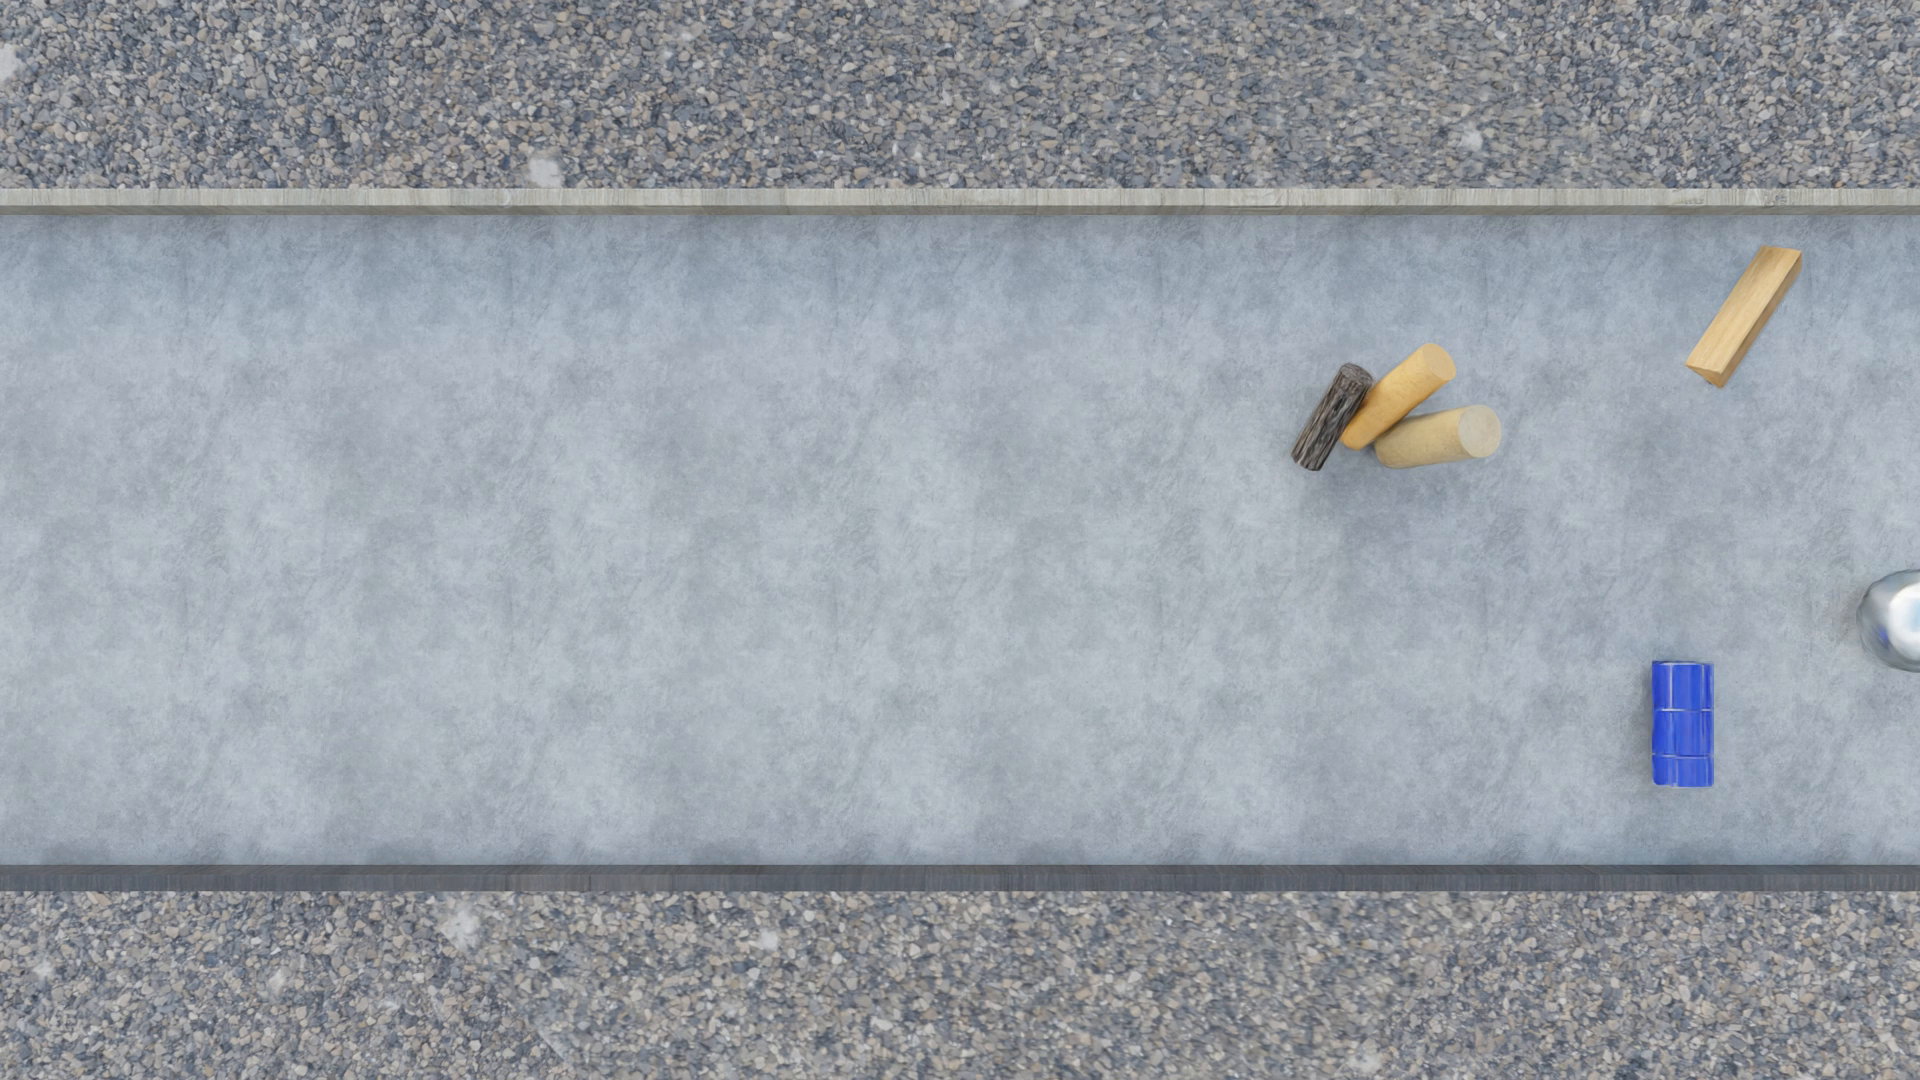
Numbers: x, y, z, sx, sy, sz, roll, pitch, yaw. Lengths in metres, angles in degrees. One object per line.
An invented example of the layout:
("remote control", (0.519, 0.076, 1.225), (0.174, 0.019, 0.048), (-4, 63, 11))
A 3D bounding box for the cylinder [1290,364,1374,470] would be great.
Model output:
("cylinder", (1.111, -0.365, 4.936), (0.103, 0.103, 0.331), (24, 127, 0))

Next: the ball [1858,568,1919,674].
("ball", (2.855, 0.241, 4.920), (0.313, 0.313, 0.313), (0, 90, 0))

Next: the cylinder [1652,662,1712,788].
("cylinder", (2.182, 0.553, 4.987), (0.165, 0.165, 0.365), (0, 89, 0))

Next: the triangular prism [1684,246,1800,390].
("triangular prism", (2.405, -0.684, 5.013), (0.139, 0.120, 0.438), (34, 90, 0))

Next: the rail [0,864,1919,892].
("rail", (-2.247, 1.025, 5.001), (12.000, 0.150, 0.050), (0, 90, 0))

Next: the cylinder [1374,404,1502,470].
("cylinder", (1.403, -0.301, 4.865), (0.153, 0.394, 0.153), (1, 87, -22))

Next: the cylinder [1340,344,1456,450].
("cylinder", (1.284, -0.421, 4.891), (0.128, 0.389, 0.128), (17, 53, -24))

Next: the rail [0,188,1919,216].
("rail", (-2.247, -1.025, 5.002), (12.000, 0.150, 0.050), (0, 90, 0))
